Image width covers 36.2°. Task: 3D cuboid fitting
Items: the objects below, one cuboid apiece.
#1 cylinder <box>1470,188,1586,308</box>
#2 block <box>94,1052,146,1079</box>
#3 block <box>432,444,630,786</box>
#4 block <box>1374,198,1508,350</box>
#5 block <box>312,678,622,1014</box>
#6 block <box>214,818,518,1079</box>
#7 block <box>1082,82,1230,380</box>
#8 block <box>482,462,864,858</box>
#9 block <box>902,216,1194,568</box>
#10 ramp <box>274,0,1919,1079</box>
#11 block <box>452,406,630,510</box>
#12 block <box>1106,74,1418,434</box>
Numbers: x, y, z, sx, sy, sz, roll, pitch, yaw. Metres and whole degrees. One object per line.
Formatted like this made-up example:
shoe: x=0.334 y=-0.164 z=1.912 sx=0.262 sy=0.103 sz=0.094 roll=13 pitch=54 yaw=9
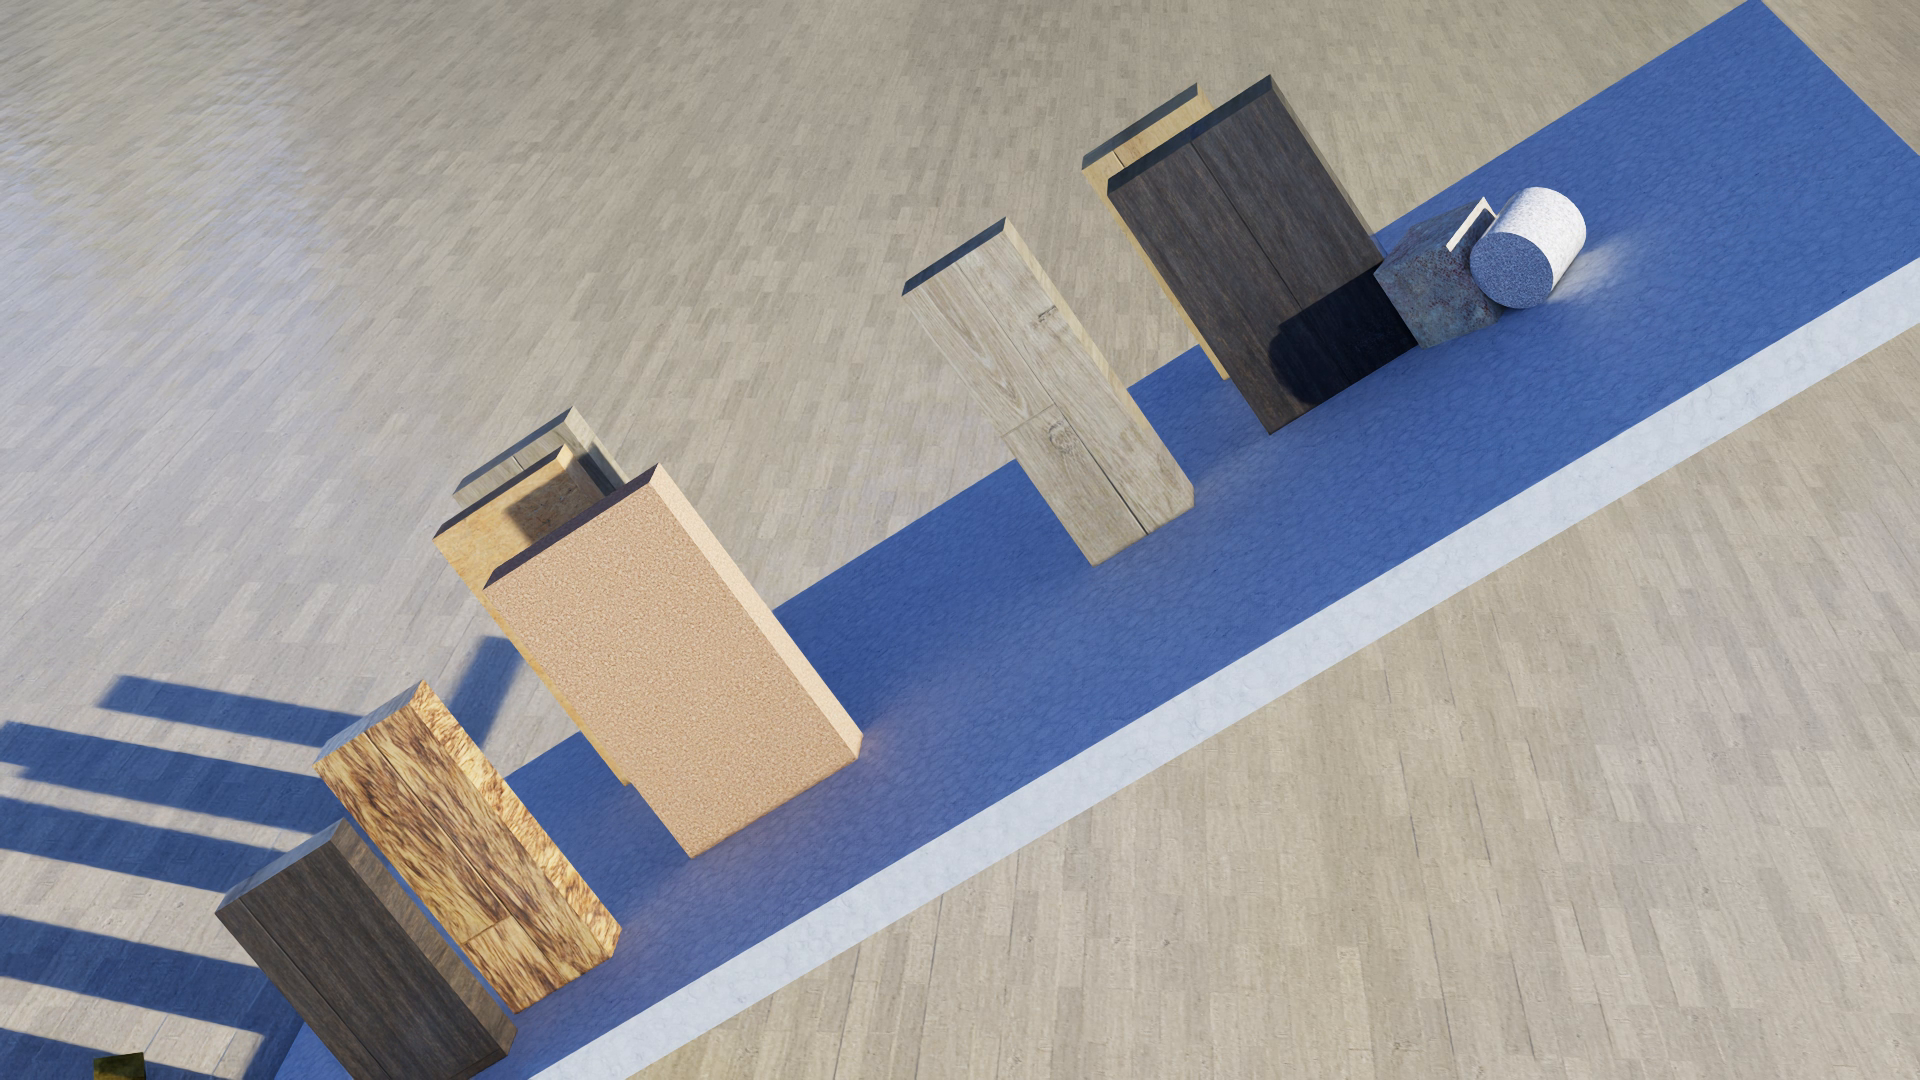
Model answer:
cylinder: x=1.135 y=-0.584 z=5.880 sx=0.176 sy=0.176 sz=0.176 roll=12 pitch=42 yaw=29
block: x=-1.896 y=1.240 z=6.647 sx=0.109 sy=0.109 sz=0.109 roll=-6 pitch=22 yaw=-15
block: x=-0.844 y=0.179 z=6.800 sx=0.360 sy=0.739 sz=0.102 roll=-32 pitch=16 yaw=15
block: x=1.007 y=-0.544 z=6.006 sx=0.192 sy=0.192 sz=0.192 roll=-20 pitch=22 yaw=46
block: x=-0.988 y=0.622 z=5.926 sx=0.248 sy=0.666 sz=0.120 roll=-32 pitch=16 yaw=15
block: x=-1.171 y=0.855 z=5.818 sx=0.295 sy=0.564 sz=0.101 roll=-32 pitch=16 yaw=15
block: x=0.567 y=-0.695 z=6.654 sx=0.308 sy=0.587 sz=0.136 roll=-32 pitch=16 yaw=15
block: x=-0.585 y=0.255 z=6.046 sx=0.427 sy=0.721 sz=0.119 roll=-32 pitch=16 yaw=15
block: x=0.187 y=-0.301 z=6.073 sx=0.251 sy=0.705 sz=0.115 roll=-32 pitch=16 yaw=15
ramp: x=0.137 y=0.173 z=6.302 sx=4.000 sy=0.100 sz=2.000 roll=-32 pitch=16 yaw=15
block: x=-0.896 y=0.060 z=7.314 sx=0.349 sy=0.715 sz=0.122 roll=-32 pitch=16 yaw=15
block: x=0.644 y=-0.589 z=6.109 sx=0.399 sy=0.619 sz=0.140 roll=-32 pitch=16 yaw=15
